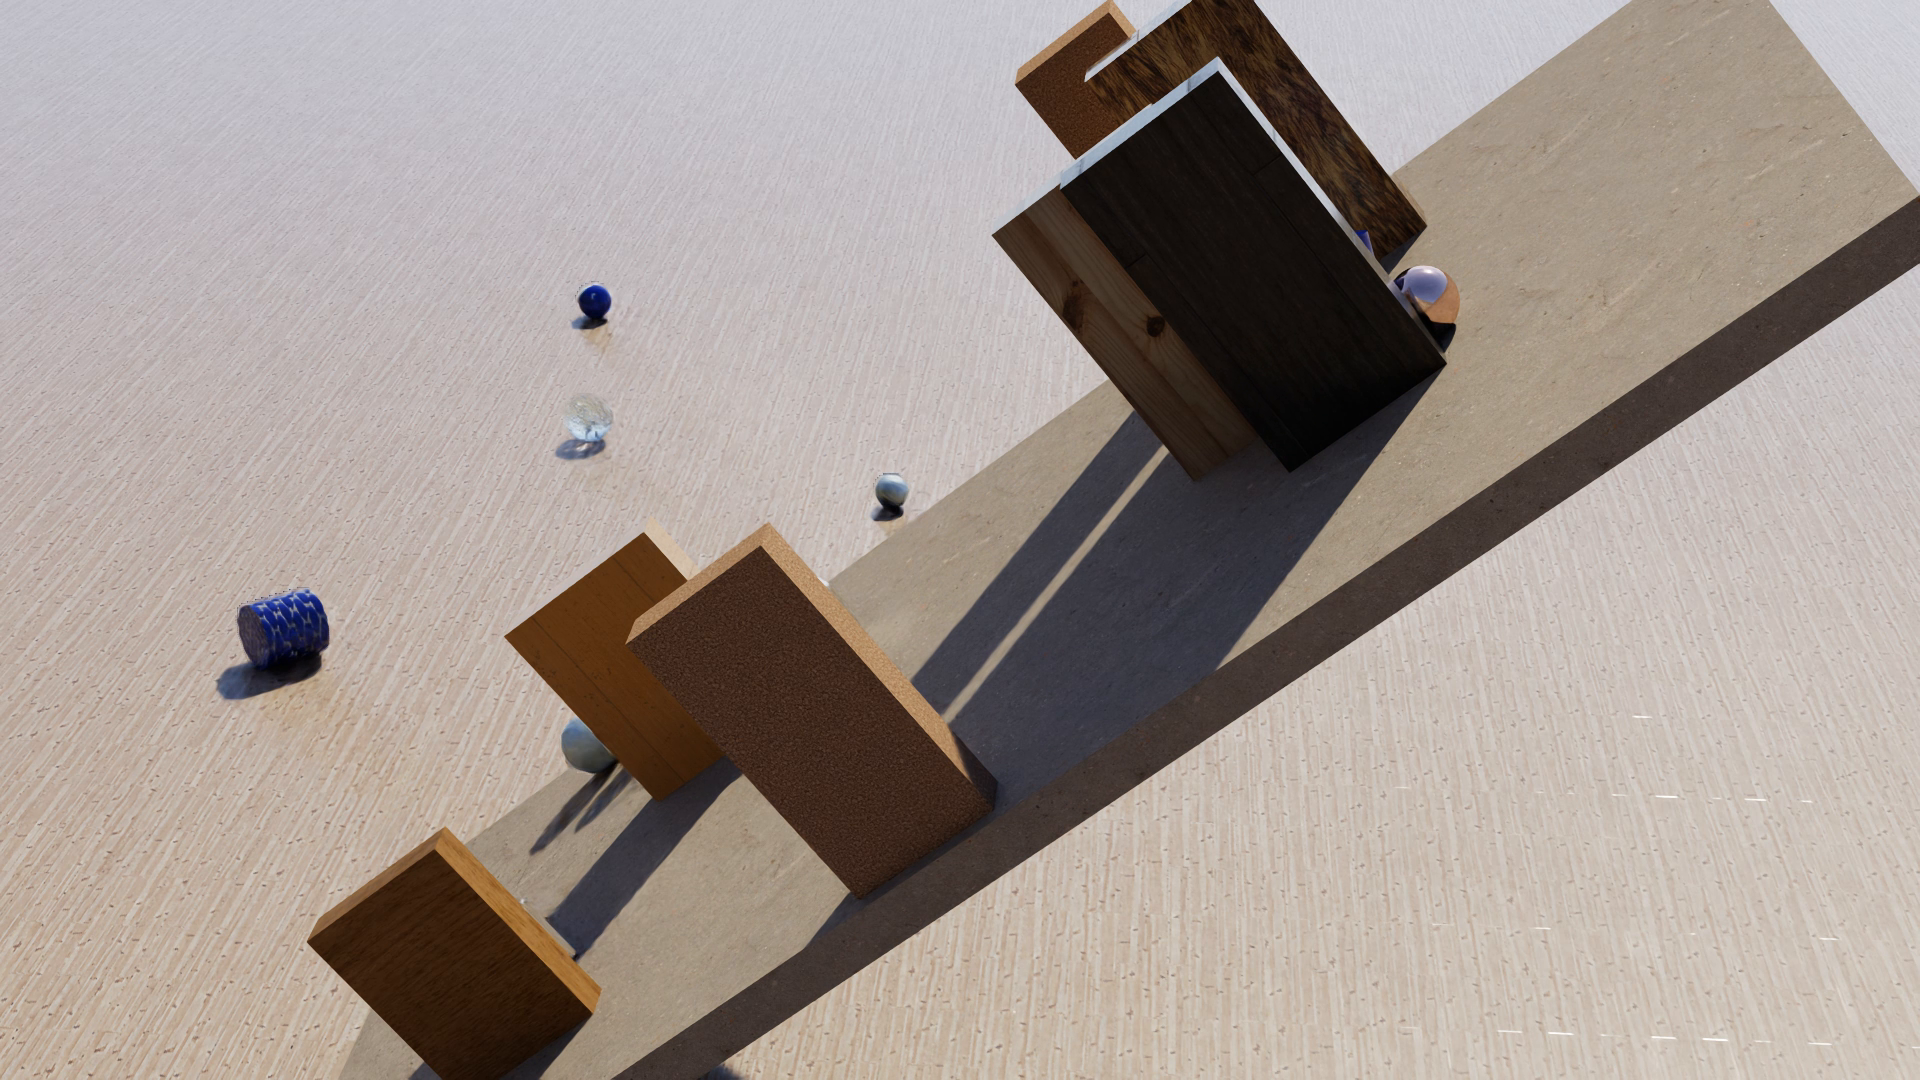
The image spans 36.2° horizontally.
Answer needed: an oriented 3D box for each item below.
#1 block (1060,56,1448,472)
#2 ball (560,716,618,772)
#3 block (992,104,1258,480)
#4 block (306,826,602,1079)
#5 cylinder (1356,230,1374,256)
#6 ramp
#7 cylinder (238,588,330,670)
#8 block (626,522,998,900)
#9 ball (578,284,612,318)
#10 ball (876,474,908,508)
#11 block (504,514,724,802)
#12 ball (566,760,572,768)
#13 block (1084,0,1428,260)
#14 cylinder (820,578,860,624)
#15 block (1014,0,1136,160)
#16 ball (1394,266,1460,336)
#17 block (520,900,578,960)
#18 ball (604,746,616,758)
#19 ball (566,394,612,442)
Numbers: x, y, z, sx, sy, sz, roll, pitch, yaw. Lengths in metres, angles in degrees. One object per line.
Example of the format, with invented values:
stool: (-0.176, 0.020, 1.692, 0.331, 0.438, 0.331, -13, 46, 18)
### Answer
block: (0.568, -0.524, 5.674, 0.375, 0.730, 0.108, -36, 16, 18)
ball: (-0.930, 0.511, 7.433, 0.155, 0.155, 0.155, 0, 24, 0)
block: (0.436, -0.500, 6.017, 0.406, 0.677, 0.092, -36, 16, 18)
block: (-1.044, 0.880, 6.081, 0.365, 0.483, 0.095, -36, 16, 18)
cylinder: (0.741, -0.490, 5.867, 0.204, 0.204, 0.204, -17, 9, 3)
ramp: (0.122, 0.184, 6.337, 4.000, 0.100, 2.000, -36, 16, 18)
cylinder: (-2.096, 0.275, 9.116, 0.204, 0.204, 0.204, -17, 29, -36)
block: (-0.269, 0.323, 5.443, 0.327, 0.669, 0.107, -36, 16, 18)
ball: (-1.500, -0.982, 12.092, 0.140, 0.140, 0.140, 0, 24, 0)
ball: (-0.238, -0.169, 10.254, 0.117, 0.117, 0.117, 0, 24, 0)
block: (-0.709, 0.280, 6.825, 0.435, 0.541, 0.097, -36, 16, 18)
ball: (-0.987, 0.576, 7.837, 0.130, 0.130, 0.130, 0, 24, 0)
block: (0.648, -0.858, 6.430, 0.392, 0.711, 0.108, -36, 16, 18)
cylinder: (-0.353, 0.215, 6.831, 0.186, 0.186, 0.186, -37, 21, 12)
block: (0.469, -0.860, 6.787, 0.271, 0.749, 0.141, -36, 16, 18)
ball: (0.914, -0.470, 5.807, 0.145, 0.145, 0.145, 0, 24, 0)
block: (-0.982, 0.917, 6.412, 0.174, 0.174, 0.174, -21, 25, 51)
ball: (-0.825, 0.483, 7.307, 0.132, 0.132, 0.132, 0, 24, 0)
ball: (-1.365, -0.448, 10.823, 0.175, 0.175, 0.175, 0, 24, 0)
